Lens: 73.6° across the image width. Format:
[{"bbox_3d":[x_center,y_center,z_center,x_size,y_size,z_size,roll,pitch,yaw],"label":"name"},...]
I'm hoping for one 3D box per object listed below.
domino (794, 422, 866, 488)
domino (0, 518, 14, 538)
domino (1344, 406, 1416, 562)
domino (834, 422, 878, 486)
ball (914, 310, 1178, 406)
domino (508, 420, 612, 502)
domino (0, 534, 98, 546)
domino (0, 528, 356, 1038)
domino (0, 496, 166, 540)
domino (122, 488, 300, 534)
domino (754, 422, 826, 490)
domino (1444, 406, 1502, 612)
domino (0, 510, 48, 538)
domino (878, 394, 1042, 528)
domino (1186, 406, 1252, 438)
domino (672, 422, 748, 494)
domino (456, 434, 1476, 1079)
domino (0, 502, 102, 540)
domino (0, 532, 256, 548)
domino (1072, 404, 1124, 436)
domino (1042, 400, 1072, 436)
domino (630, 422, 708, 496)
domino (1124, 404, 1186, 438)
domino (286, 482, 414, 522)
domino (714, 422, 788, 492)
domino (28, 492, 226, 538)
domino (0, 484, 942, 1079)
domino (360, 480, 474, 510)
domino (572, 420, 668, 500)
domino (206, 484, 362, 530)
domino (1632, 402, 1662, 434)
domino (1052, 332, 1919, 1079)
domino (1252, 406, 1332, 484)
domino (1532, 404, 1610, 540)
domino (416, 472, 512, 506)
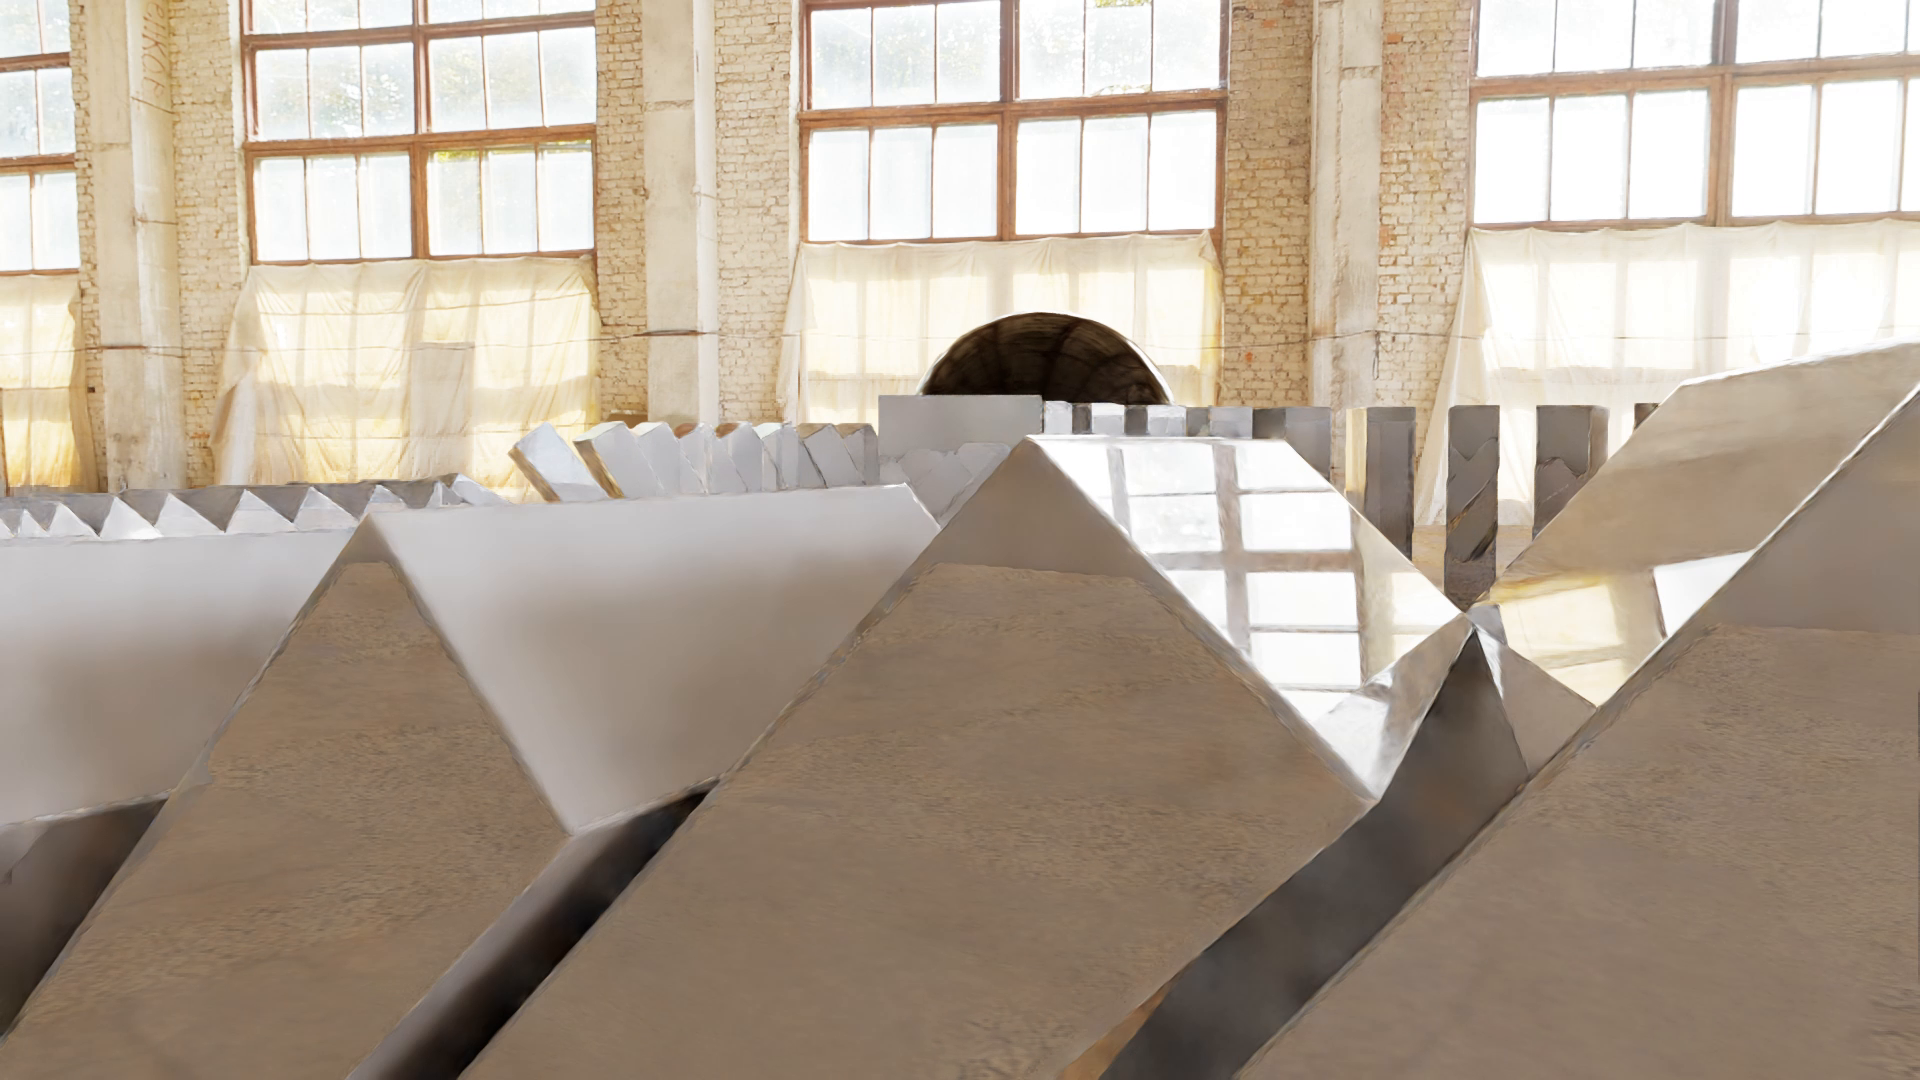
[{"bbox_3d":[-0.032,-0.008,0.355,0.010,0.050,0.025,-33,17,-20],"label":"domino"},{"bbox_3d":[-0.110,0.014,0.139,0.025,0.009,0.050,-1,-29,-17],"label":"domino"},{"bbox_3d":[0.088,-0.003,0.271,0.010,0.050,0.025,1,4,8],"label":"domino"},{"bbox_3d":[-0.022,-0.009,0.360,0.010,0.050,0.025,-33,17,-20],"label":"domino"},{"bbox_3d":[0.023,-0.025,0.363,0.080,0.080,0.080,0,4,0],"label":"ball"},{"bbox_3d":[-0.093,-0.006,0.324,0.010,0.050,0.025,-41,14,-20],"label":"domino"},{"bbox_3d":[-0.069,0.018,0.078,0.025,0.010,0.050,-4,-31,-40],"label":"domino"},{"bbox_3d":[-0.038,0.019,0.058,0.050,0.009,0.025,-44,-20,29],"label":"domino"},{"bbox_3d":[-0.125,0.010,0.193,0.025,0.009,0.050,0,-29,3],"label":"domino"},{"bbox_3d":[-0.123,0.008,0.230,0.025,0.010,0.050,1,-28,15],"label":"domino"},{"bbox_3d":[-0.042,-0.008,0.351,0.009,0.050,0.025,-33,17,-20],"label":"domino"},{"bbox_3d":[0.106,-0.002,0.266,0.009,0.050,0.025,2,5,21],"label":"domino"},{"bbox_3d":[-0.117,0.013,0.156,0.025,0.009,0.050,-1,-29,-11],"label":"domino"},{"bbox_3d":[0.000,0.002,0.201,0.025,0.050,0.009,0,4,0],"label":"domino"},{"bbox_3d":[0.051,-0.003,0.269,0.010,0.050,0.025,-1,4,-13],"label":"domino"},{"bbox_3d":[-0.062,-0.007,0.343,0.009,0.050,0.025,-34,18,-21],"label":"domino"},{"bbox_3d":[-0.006,0.018,0.044,0.009,0.050,0.025,48,21,15],"label":"domino"},{"bbox_3d":[-0.122,0.012,0.174,0.025,0.009,0.050,0,-29,-3],"label":"domino"},{"bbox_3d":[-0.053,0.018,0.067,0.025,0.009,0.050,-5,-31,-49],"label":"domino"},{"bbox_3d":[0.019,-0.001,0.251,0.010,0.050,0.025,-4,6,-44],"label":"domino"},{"bbox_3d":[0.007,0.000,0.237,0.025,0.050,0.009,3,5,34],"label":"domino"},{"bbox_3d":[-0.072,-0.007,0.338,0.009,0.050,0.025,-34,18,-21],"label":"domino"},{"bbox_3d":[0.034,-0.002,0.262,0.009,0.050,0.025,-3,5,-31],"label":"domino"},{"bbox_3d":[-0.114,0.005,0.266,0.025,0.009,0.050,2,-28,25],"label":"domino"},{"bbox_3d":[-0.052,-0.008,0.347,0.010,0.050,0.025,-33,17,-20],"label":"domino"},{"bbox_3d":[-0.126,0.009,0.212,0.025,0.010,0.050,1,-29,12],"label":"domino"},{"bbox_3d":[-0.022,0.018,0.050,0.050,0.010,0.025,-45,-17,24],"label":"domino"},{"bbox_3d":[-0.107,0.004,0.283,0.025,0.009,0.050,2,-28,30],"label":"domino"},{"bbox_3d":[-0.081,-0.006,0.331,0.009,0.050,0.025,-34,18,-21],"label":"domino"},{"bbox_3d":[-0.119,0.006,0.248,0.025,0.009,0.050,1,-28,21],"label":"domino"},{"bbox_3d":[0.137,-0.001,0.246,0.009,0.050,0.025,4,6,43],"label":"domino"},{"bbox_3d":[0.011,0.017,0.040,0.009,0.050,0.025,41,15,11],"label":"domino"},{"bbox_3d":[0.069,-0.003,0.272,0.009,0.050,0.025,0,4,-3],"label":"domino"},{"bbox_3d":[0.122,-0.002,0.257,0.009,0.050,0.025,3,5,34],"label":"domino"},{"bbox_3d":[-0.104,0.002,0.302,0.025,0.009,0.050,-3,-31,44],"label":"domino"}]
